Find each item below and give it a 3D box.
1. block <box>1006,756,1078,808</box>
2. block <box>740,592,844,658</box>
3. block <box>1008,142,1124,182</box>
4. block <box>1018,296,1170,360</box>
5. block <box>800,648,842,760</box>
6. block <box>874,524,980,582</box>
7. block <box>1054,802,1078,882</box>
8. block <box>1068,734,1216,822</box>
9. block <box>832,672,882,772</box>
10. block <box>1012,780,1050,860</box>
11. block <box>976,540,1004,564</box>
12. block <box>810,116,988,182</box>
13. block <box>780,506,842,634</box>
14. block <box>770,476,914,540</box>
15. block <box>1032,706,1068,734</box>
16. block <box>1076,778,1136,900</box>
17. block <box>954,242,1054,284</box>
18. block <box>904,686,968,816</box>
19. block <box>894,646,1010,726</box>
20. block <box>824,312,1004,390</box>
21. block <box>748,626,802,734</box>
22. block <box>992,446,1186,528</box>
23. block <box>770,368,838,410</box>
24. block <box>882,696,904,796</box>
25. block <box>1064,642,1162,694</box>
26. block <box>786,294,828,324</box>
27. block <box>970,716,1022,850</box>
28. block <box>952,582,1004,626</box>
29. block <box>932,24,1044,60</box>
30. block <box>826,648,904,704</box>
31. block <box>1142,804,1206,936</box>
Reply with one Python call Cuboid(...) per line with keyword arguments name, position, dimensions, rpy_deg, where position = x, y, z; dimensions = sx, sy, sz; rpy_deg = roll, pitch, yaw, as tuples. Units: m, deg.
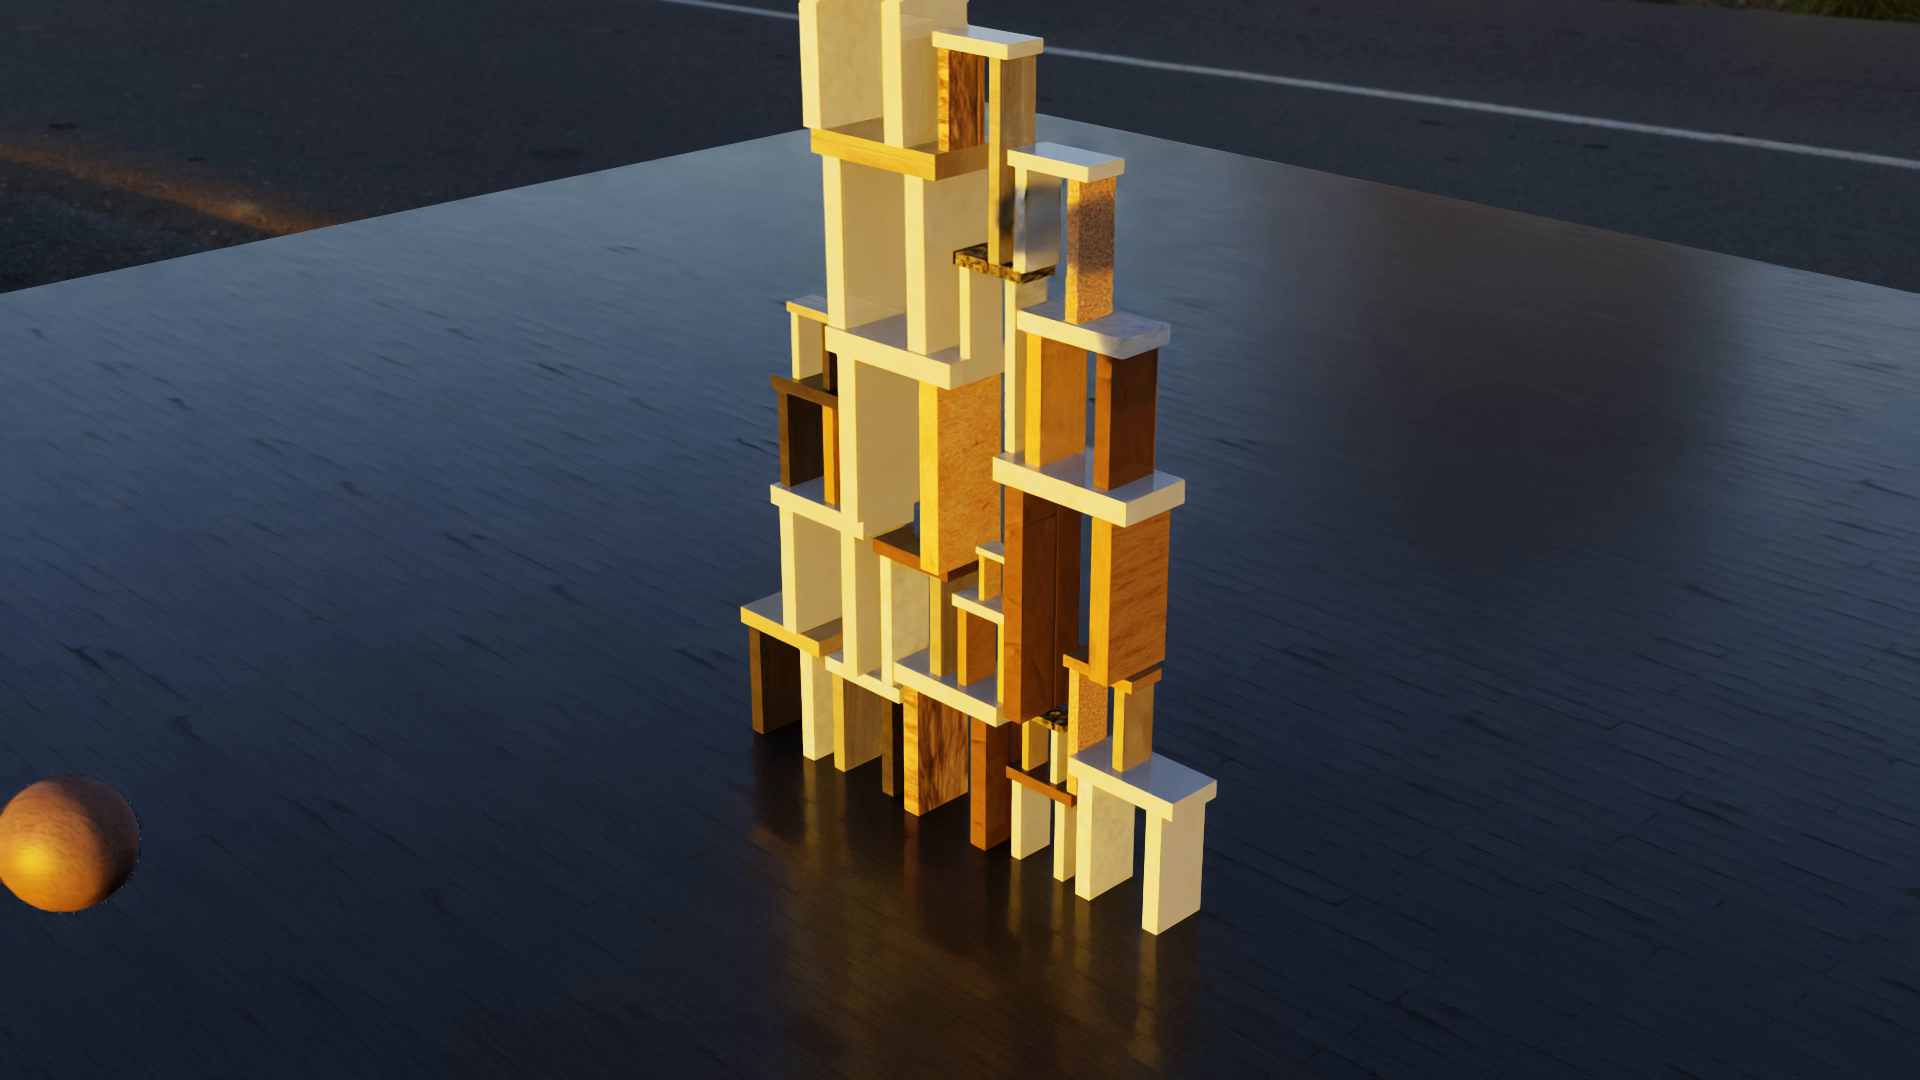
Cuboid(name="block", position=(0.179, 0.458, 4.218), dimensions=(0.169, 0.024, 0.085), rpy_deg=(21, 31, 41))
Cuboid(name="block", position=(-0.335, 0.176, 4.660), dimensions=(0.250, 0.035, 0.125), rpy_deg=(21, 31, 41))
Cuboid(name="block", position=(0.180, -0.645, 3.746), dimensions=(0.184, 0.026, 0.092), rpy_deg=(21, 31, 41))
Cuboid(name="block", position=(0.230, -0.370, 3.818), dimensions=(0.245, 0.035, 0.122), rpy_deg=(21, 31, 41))
Cuboid(name="block", position=(-0.276, 0.330, 4.662), dimensions=(0.035, 0.250, 0.125), rpy_deg=(21, 31, 41))
Cuboid(name="block", position=(-0.061, 0.025, 4.302), dimensions=(0.209, 0.030, 0.104), rpy_deg=(21, 31, 41))
Cuboid(name="block", position=(0.219, 0.562, 4.219), dimensions=(0.024, 0.169, 0.085), rpy_deg=(21, 31, 41))
Cuboid(name="block", position=(0.335, 0.436, 4.048), dimensions=(0.250, 0.035, 0.125), rpy_deg=(21, 31, 41))
Cuboid(name="block", position=(-0.214, 0.365, 4.616), dimensions=(0.031, 0.221, 0.111), rpy_deg=(21, 31, 41))
Cuboid(name="block", position=(0.139, 0.531, 4.292), dimensions=(0.024, 0.169, 0.085), rpy_deg=(21, 31, 41))
Cuboid(name="block", position=(0.079, 0.025, 4.146), dimensions=(0.046, 0.013, 0.093), rpy_deg=(-21, 31, -41))
Cuboid(name="block", position=(-0.102, -0.722, 4.030), dimensions=(0.165, 0.047, 0.329), rpy_deg=(-22, 31, -40))
Cuboid(name="block", position=(-0.305, 0.045, 4.568), dimensions=(0.039, 0.277, 0.139), rpy_deg=(21, 31, 41))
Cuboid(name="block", position=(-0.239, -0.075, 4.447), dimensions=(0.277, 0.039, 0.139), rpy_deg=(21, 31, 41))
Cuboid(name="block", position=(0.171, 0.334, 4.174), dimensions=(0.112, 0.016, 0.056), rpy_deg=(21, 31, 41))
Cuboid(name="block", position=(0.276, 0.544, 4.158), dimensions=(0.035, 0.250, 0.125), rpy_deg=(21, 31, 41))
Cuboid(name="block", position=(0.078, -0.495, 3.929), dimensions=(0.170, 0.024, 0.085), rpy_deg=(22, 32, 40))
Cuboid(name="block", position=(-0.048, 0.403, 4.448), dimensions=(0.040, 0.284, 0.142), rpy_deg=(21, 31, 41))
Cuboid(name="block", position=(0.019, 0.280, 4.324), dimensions=(0.283, 0.040, 0.142), rpy_deg=(21, 31, 41))
Cuboid(name="block", position=(-0.078, -0.364, 4.150), dimensions=(0.169, 0.048, 0.338), rpy_deg=(-22, 31, -40))
Cuboid(name="block", position=(-0.394, 0.284, 4.770), dimensions=(0.035, 0.250, 0.125), rpy_deg=(21, 31, 41))
Cuboid(name="block", position=(0.228, -0.108, 3.928), dimensions=(0.318, 0.045, 0.159), rpy_deg=(21, 31, 41))
Cuboid(name="block", position=(-0.272, -0.306, 4.386), dimensions=(0.203, 0.029, 0.101), rpy_deg=(21, 31, 41))
Cuboid(name="block", position=(-0.109, 0.406, 4.520), dimensions=(0.031, 0.221, 0.111), rpy_deg=(21, 31, 41))
Cuboid(name="block", position=(0.278, 0.233, 4.027), dimensions=(0.166, 0.023, 0.083), rpy_deg=(21, 31, 40))
Cuboid(name="block", position=(-0.270, -0.453, 4.321), dimensions=(0.136, 0.019, 0.068), rpy_deg=(21, 31, 41))
Cuboid(name="block", position=(0.086, 0.455, 4.325), dimensions=(0.040, 0.283, 0.142), rpy_deg=(21, 31, 41))
Cuboid(name="block", position=(0.071, 0.125, 4.194), dimensions=(0.081, 0.023, 0.162), rpy_deg=(-21, 31, -41))
Cuboid(name="block", position=(0.047, -0.861, 3.800), dimensions=(0.180, 0.025, 0.090), rpy_deg=(21, 31, 40))
Cuboid(name="block", position=(-0.161, 0.269, 4.519), dimensions=(0.111, 0.031, 0.221), rpy_deg=(-21, 31, -41))
Cuboid(name="block", position=(0.394, 0.590, 4.049), dimensions=(0.035, 0.250, 0.125), rpy_deg=(21, 31, 41))
